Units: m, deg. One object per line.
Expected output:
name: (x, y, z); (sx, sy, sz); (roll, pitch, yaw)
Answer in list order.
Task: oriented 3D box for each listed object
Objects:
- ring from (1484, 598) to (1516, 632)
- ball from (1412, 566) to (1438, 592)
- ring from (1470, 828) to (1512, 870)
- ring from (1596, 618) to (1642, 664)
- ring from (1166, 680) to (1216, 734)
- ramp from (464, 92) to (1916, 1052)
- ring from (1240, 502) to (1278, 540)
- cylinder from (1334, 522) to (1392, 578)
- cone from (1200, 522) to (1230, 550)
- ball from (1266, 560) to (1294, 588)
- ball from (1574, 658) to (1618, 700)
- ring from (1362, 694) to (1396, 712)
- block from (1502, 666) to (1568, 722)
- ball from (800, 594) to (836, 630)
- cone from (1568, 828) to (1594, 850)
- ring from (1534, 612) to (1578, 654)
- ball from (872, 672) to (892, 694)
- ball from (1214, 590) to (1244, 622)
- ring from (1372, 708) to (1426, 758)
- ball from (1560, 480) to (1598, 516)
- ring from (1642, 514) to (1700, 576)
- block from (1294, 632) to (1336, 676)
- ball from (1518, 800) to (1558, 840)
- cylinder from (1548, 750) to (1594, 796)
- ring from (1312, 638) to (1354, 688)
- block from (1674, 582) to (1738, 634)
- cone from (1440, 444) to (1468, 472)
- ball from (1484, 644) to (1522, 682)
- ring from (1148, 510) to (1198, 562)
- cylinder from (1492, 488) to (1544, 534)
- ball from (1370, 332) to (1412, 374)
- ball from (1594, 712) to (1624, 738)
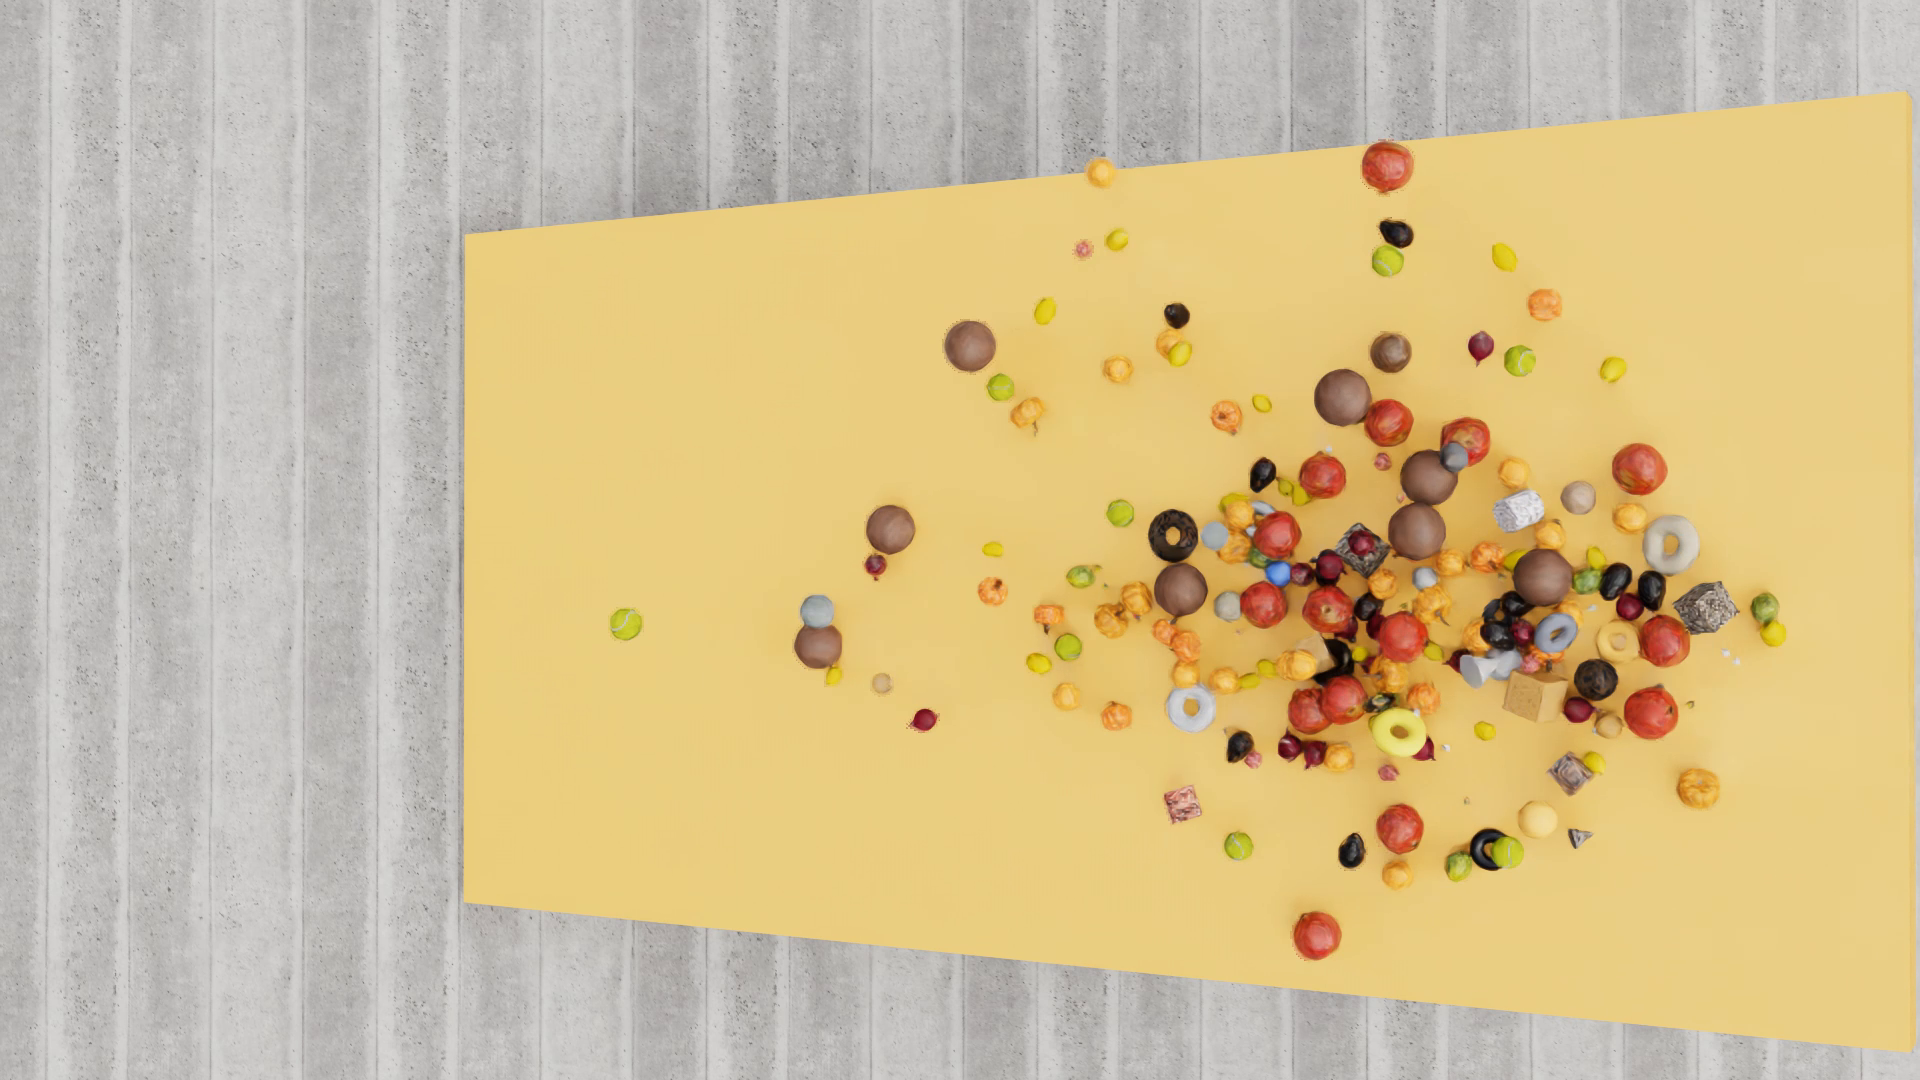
ring: (1.225, 0.171, 4.993); (0.077, 0.026, 0.077); (0, 90, 35)
ball: (1.070, 0.089, 5.065); (0.059, 0.059, 0.059); (0, 89, 0)
ring: (1.206, 0.703, 4.996); (0.098, 0.033, 0.098); (0, 89, 29)
ring: (1.454, 0.225, 4.855); (0.101, 0.034, 0.101); (0, 89, 31)
ring: (0.565, 0.408, 5.366); (0.131, 0.044, 0.131); (0, 90, 30)
ramp: (0.269, 0.074, 5.624); (4.000, 0.100, 2.000); (0, 89, 30)
ring: (0.718, -0.046, 5.286); (0.094, 0.031, 0.094); (1, 92, 25)
cylinder: (0.935, 0.024, 5.110); (0.094, 0.094, 0.094); (39, 90, 19)
cone: (0.613, -0.010, 5.230); (0.067, 0.067, 0.067); (0, 89, 17)
ball: (0.762, 0.080, 5.240); (0.065, 0.065, 0.065); (0, 89, 0)
ball: (1.402, 0.307, 4.850); (0.093, 0.093, 0.093); (0, 89, 0)
ring: (0.960, 0.374, 5.031); (0.080, 0.080, 0.027); (-13, 72, 0)
block: (1.282, 0.344, 4.901); (0.092, 0.092, 0.092); (-3, 108, -42)
ball: (-0.369, 0.186, 5.704); (0.091, 0.091, 0.091); (0, 89, 0)
cone: (1.388, 0.659, 4.896); (0.051, 0.051, 0.051); (-16, 89, 2)
ring: (1.313, 0.205, 4.848); (0.103, 0.034, 0.103); (-9, 125, -14)
ball: (-0.206, 0.379, 5.807); (0.056, 0.056, 0.056); (0, 89, 0)
ball: (0.648, 0.161, 5.301); (0.076, 0.076, 0.076); (0, 89, 0)
ring: (1.005, 0.441, 5.038); (0.127, 0.042, 0.127); (0, 53, 0)
ball: (1.373, -0.094, 4.880); (0.078, 0.078, 0.078); (0, 89, 0)
ring: (1.545, 0.011, 4.778); (0.045, 0.136, 0.136); (5, 89, -37)
block: (0.827, 0.267, 5.120); (0.067, 0.067, 0.067); (-24, 61, 12)
ball: (1.277, 0.619, 4.863); (0.087, 0.087, 0.087); (0, 89, 0)
cylinder: (1.357, 0.520, 4.886); (0.073, 0.073, 0.073); (-40, 69, 0)
ring: (0.875, 0.290, 5.189); (0.116, 0.039, 0.116); (-1, 88, 30)
block: (1.586, 0.145, 4.675); (0.079, 0.079, 0.079); (-34, 96, -18)
cone: (1.090, -0.176, 4.895); (0.067, 0.067, 0.067); (8, 108, 27)
ball: (1.224, 0.276, 4.954); (0.085, 0.085, 0.085); (0, 89, 0)
ring: (0.523, -0.010, 5.394); (0.131, 0.044, 0.131); (1, 91, 31)
cylinder: (1.252, -0.065, 4.928); (0.080, 0.080, 0.080); (-22, 89, -21)
ball: (0.998, -0.434, 5.091); (0.096, 0.096, 0.096); (0, 89, 0)
ball: (1.432, 0.409, 4.851); (0.060, 0.060, 0.060); (0, 89, 0)
